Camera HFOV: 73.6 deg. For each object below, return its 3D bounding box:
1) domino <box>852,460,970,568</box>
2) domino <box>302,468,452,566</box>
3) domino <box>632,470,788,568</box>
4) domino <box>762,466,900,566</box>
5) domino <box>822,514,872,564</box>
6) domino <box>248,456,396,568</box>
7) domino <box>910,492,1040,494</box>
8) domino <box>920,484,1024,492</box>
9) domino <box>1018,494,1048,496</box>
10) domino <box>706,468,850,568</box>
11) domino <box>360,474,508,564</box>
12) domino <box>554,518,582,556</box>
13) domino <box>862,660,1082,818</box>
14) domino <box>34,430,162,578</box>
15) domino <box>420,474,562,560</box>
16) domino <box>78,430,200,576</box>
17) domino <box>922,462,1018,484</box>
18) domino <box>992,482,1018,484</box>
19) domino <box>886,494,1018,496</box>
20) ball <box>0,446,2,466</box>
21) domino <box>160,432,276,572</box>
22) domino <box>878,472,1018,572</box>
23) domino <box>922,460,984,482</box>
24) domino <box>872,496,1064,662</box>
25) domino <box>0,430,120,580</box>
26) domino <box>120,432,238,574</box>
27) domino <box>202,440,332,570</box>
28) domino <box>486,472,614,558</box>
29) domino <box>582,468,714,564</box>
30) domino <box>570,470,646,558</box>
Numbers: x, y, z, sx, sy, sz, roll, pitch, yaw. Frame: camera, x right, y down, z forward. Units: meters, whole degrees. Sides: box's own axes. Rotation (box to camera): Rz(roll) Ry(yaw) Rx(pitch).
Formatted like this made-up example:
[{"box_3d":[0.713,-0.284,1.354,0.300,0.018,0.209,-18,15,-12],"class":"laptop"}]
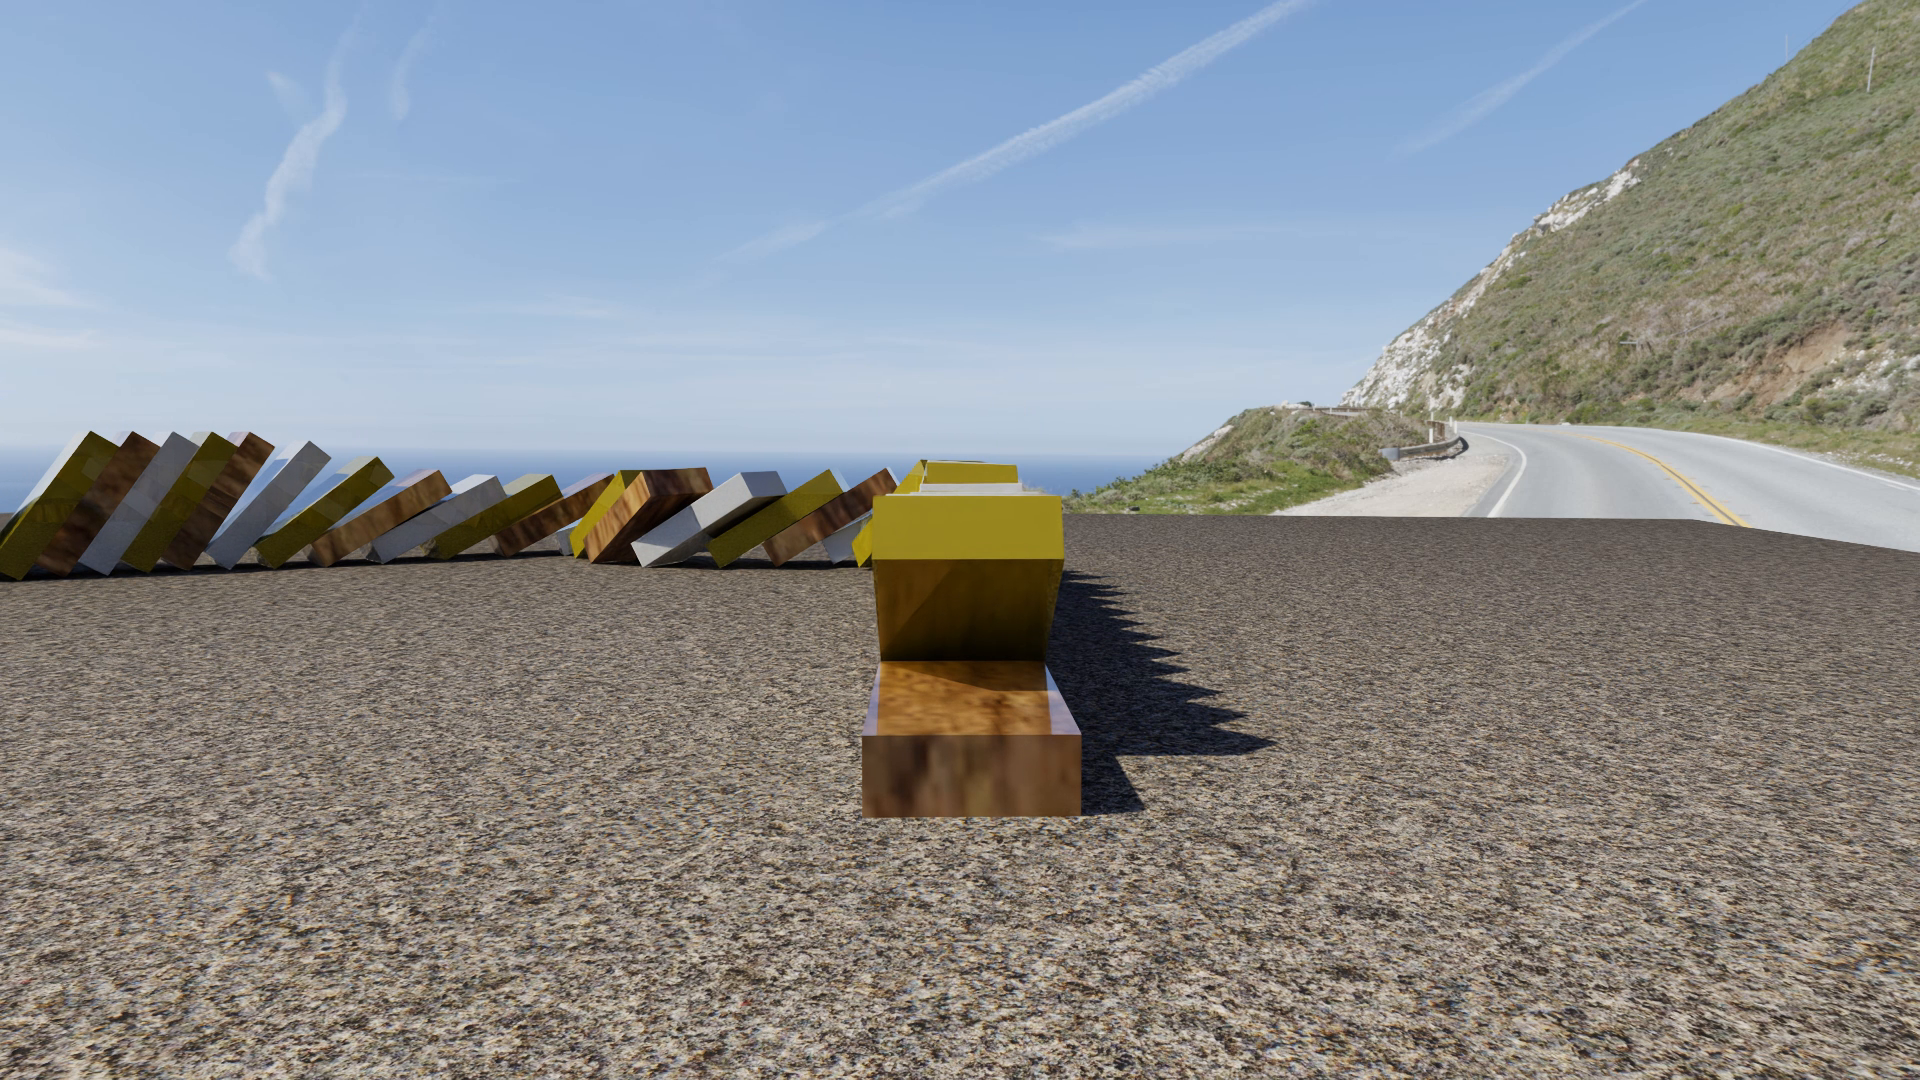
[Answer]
[{"box_3d":[-0.013,-0.008,0.424,0.025,0.010,0.050,-1,-32,-36],"class":"domino"},{"box_3d":[-0.212,-0.009,0.463,0.050,0.009,0.025,-39,26,-30],"class":"domino"},{"box_3d":[-0.087,-0.007,0.445,0.050,0.009,0.025,-30,-7,20],"class":"domino"},{"box_3d":[-0.044,-0.009,0.450,0.050,0.009,0.025,-31,4,1],"class":"domino"},{"box_3d":[-0.024,-0.008,0.454,0.050,0.009,0.025,-27,4,-3],"class":"domino"},{"box_3d":[-0.227,-0.011,0.454,0.025,0.009,0.050,5,44,51],"class":"domino"},{"box_3d":[0.002,0.005,0.269,0.025,0.009,0.050,0,-24,-2],"class":"domino"},{"box_3d":[0.002,0.001,0.332,0.025,0.010,0.050,-1,-24,-3],"class":"domino"},{"box_3d":[0.001,0.008,0.228,0.025,0.009,0.050,0,-27,-2],"class":"domino"},{"box_3d":[-0.063,-0.008,0.450,0.050,0.009,0.025,-31,3,3],"class":"domino"},{"box_3d":[-0.197,-0.009,0.477,0.050,0.009,0.025,-35,24,-32],"class":"domino"},{"box_3d":[-0.134,-0.008,0.505,0.050,0.009,0.025,-21,11,-19],"class":"domino"},{"box_3d":[0.001,0.025,0.171,0.025,0.009,0.050,0,4,-1],"class":"domino"},{"box_3d":[-0.284,-0.012,0.420,0.025,0.050,0.010,5,-28,48],"class":"domino"},{"box_3d":[-0.180,-0.010,0.491,0.050,0.010,0.025,-35,24,-32],"class":"domino"},{"box_3d":[-0.276,-0.013,0.428,0.025,0.050,0.009,5,-28,48],"class":"domino"},{"box_3d":[0.000,-0.004,0.370,0.025,0.009,0.050,1,-31,-7],"class":"domino"},{"box_3d":[0.001,0.000,0.353,0.025,0.010,0.050,0,-24,-5],"class":"domino"},{"box_3d":[0.001,0.009,0.209,0.025,0.009,0.050,0,-28,-2],"class":"domino"},{"box_3d":[-0.360,-0.029,0.415,0.080,0.080,0.080,0,4,0],"class":"ball"},{"box_3d":[-0.259,-0.014,0.444,0.025,0.050,0.009,5,-28,48],"class":"domino"},{"box_3d":[-0.004,-0.006,0.410,0.025,0.009,0.050,-3,-27,-33],"class":"domino"},{"box_3d":[-0.001,-0.005,0.386,0.025,0.009,0.050,2,-31,-11],"class":"domino"},{"box_3d":[0.001,0.010,0.190,0.025,0.010,0.050,0,-28,-1],"class":"domino"},{"box_3d":[-0.293,-0.012,0.412,0.025,0.050,0.010,5,-28,48],"class":"domino"},{"box_3d":[-0.268,-0.014,0.436,0.025,0.050,0.009,5,-28,48],"class":"domino"},{"box_3d":[-0.244,-0.013,0.449,0.025,0.050,0.009,5,-35,51],"class":"domino"},{"box_3d":[-0.158,-0.010,0.499,0.050,0.010,0.025,-32,19,-25],"class":"domino"},{"box_3d":[-0.110,-0.008,0.449,0.025,0.010,0.050,-8,-22,-44],"class":"domino"},{"box_3d":[-0.121,-0.009,0.468,0.025,0.009,0.050,-4,-25,-41],"class":"domino"}]
